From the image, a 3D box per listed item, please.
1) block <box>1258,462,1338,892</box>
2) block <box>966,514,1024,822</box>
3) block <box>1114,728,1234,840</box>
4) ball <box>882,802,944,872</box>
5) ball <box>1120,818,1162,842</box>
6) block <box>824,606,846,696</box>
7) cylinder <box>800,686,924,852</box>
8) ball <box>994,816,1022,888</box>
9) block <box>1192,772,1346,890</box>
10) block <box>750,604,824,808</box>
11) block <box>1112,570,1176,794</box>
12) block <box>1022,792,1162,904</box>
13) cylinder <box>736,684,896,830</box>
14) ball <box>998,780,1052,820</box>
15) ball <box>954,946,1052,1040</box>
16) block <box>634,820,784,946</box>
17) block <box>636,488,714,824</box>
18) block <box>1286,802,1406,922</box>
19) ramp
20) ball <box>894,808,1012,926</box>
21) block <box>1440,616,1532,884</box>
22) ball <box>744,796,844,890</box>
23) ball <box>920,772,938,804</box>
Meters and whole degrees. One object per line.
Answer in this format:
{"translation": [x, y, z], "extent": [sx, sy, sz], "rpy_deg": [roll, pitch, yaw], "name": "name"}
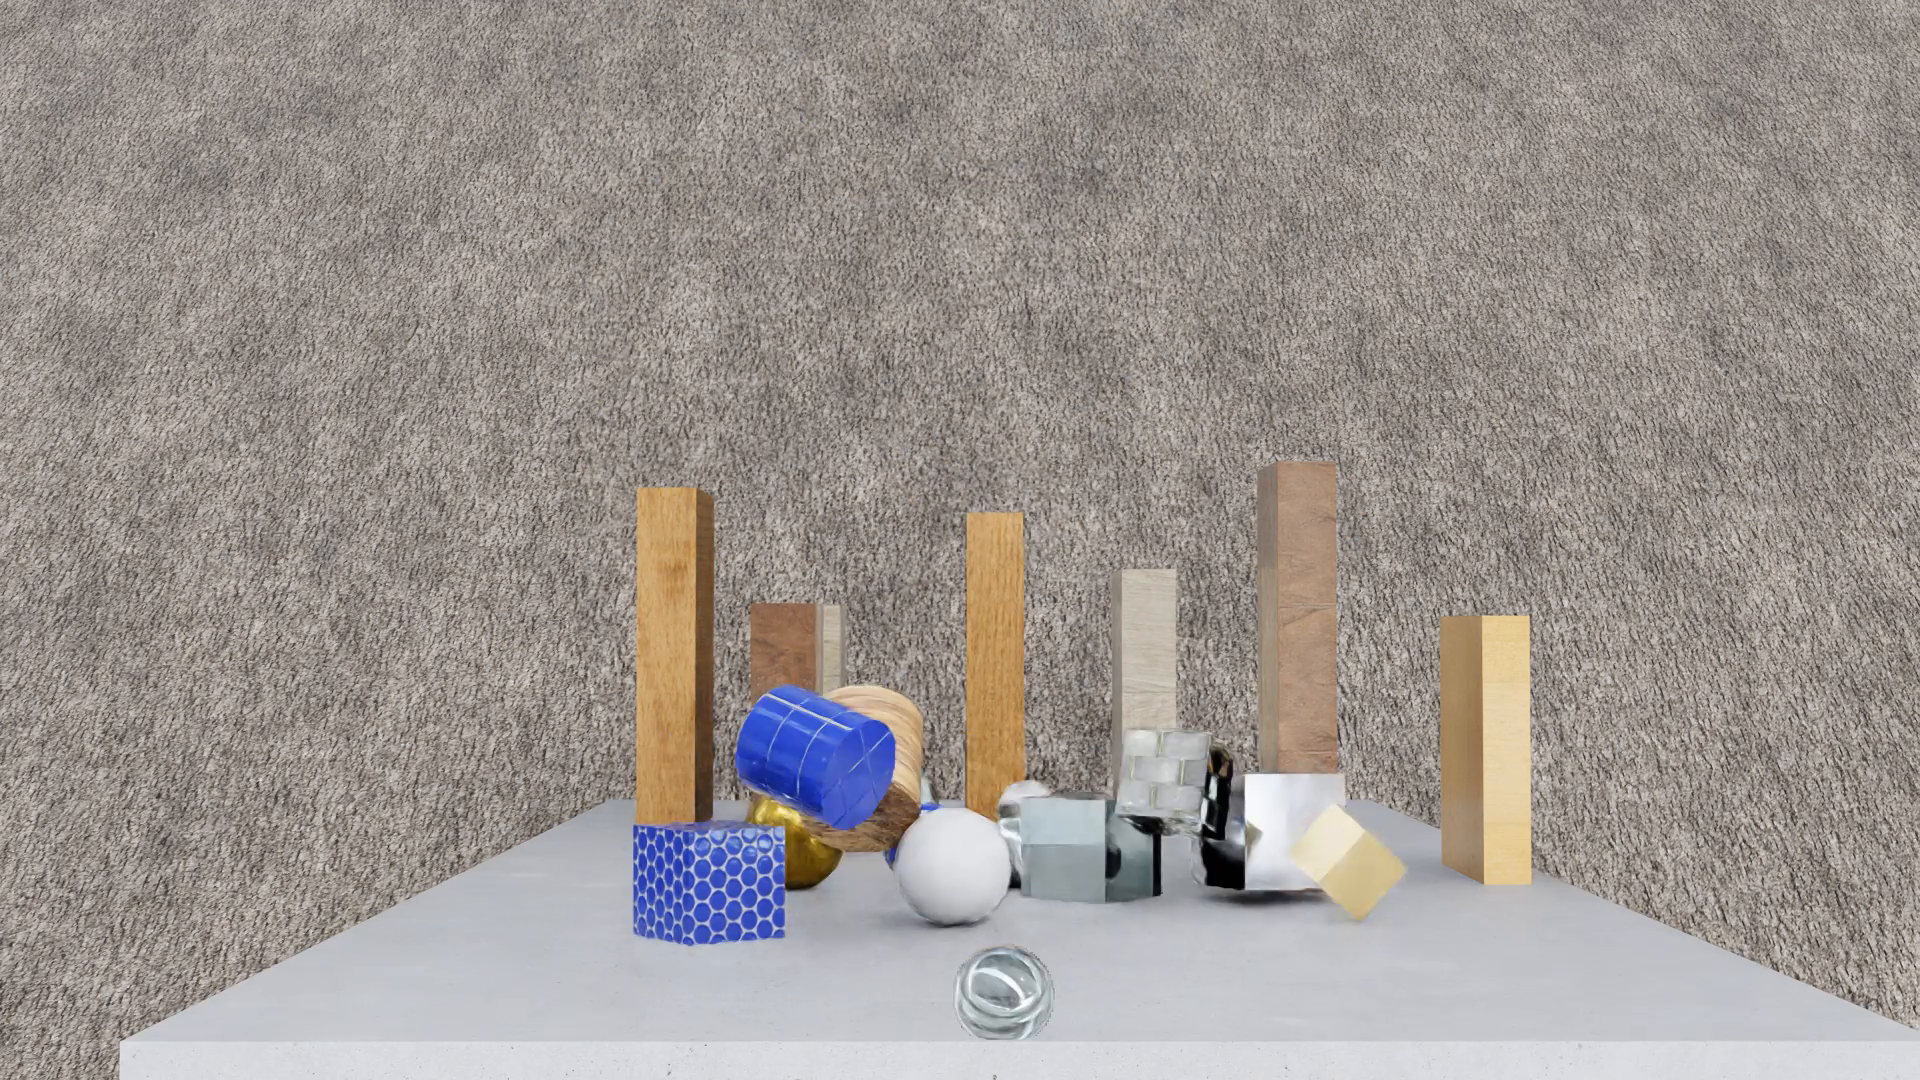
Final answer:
{"translation": [0.597, 0.239, 4.618], "extent": [0.101, 0.741, 0.305], "rpy_deg": [0, -2, 0], "name": "block"}
{"translation": [0.082, 0.302, 6.222], "extent": [0.135, 0.722, 0.279], "rpy_deg": [0, -2, 0], "name": "block"}
{"translation": [0.347, 0.393, 4.182], "extent": [0.142, 0.142, 0.142], "rpy_deg": [2, 72, 23], "name": "block"}
{"translation": [-0.066, 0.536, 4.600], "extent": [0.146, 0.146, 0.146], "rpy_deg": [0, 35, 0], "name": "ball"}
{"translation": [0.399, 0.582, 5.526], "extent": [0.117, 0.117, 0.117], "rpy_deg": [0, 35, 0], "name": "ball"}
{"translation": [-0.305, 0.397, 5.773], "extent": [0.089, 0.502, 0.261], "rpy_deg": [0, -2, 0], "name": "block"}
{"translation": [-0.153, 0.360, 4.078], "extent": [0.186, 0.186, 0.186], "rpy_deg": [1, 45, 1], "name": "cylinder"}
{"translation": [0.098, 0.544, 4.535], "extent": [0.125, 0.125, 0.125], "rpy_deg": [0, 35, 0], "name": "ball"}
{"translation": [0.514, 0.483, 4.338], "extent": [0.187, 0.187, 0.187], "rpy_deg": [2, -4, -22], "name": "block"}
{"translation": [-0.348, 0.380, 5.253], "extent": [0.128, 0.502, 0.307], "rpy_deg": [0, -2, 0], "name": "block"}
{"translation": [0.418, 0.362, 5.927], "extent": [0.119, 0.582, 0.380], "rpy_deg": [0, -2, 0], "name": "block"}
{"translation": [0.222, 0.517, 4.381], "extent": [0.169, 0.169, 0.169], "rpy_deg": [-2, -2, 38], "name": "block"}
{"translation": [-0.215, 0.323, 3.880], "extent": [0.170, 0.170, 0.170], "rpy_deg": [20, 40, 34], "name": "cylinder"}
{"translation": [0.144, 0.576, 5.539], "extent": [0.129, 0.129, 0.129], "rpy_deg": [0, 35, 0], "name": "ball"}
{"translation": [0.048, 0.508, 2.893], "extent": [0.109, 0.109, 0.109], "rpy_deg": [0, 35, 0], "name": "ball"}
{"translation": [-0.370, 0.502, 3.827], "extent": [0.162, 0.162, 0.162], "rpy_deg": [1, -2, -36], "name": "block"}
{"translation": [-0.657, 0.273, 6.024], "extent": [0.132, 0.769, 0.431], "rpy_deg": [0, -2, 0], "name": "block"}
{"translation": [0.599, 0.499, 4.027], "extent": [0.109, 0.109, 0.109], "rpy_deg": [-47, 27, 1], "name": "block"}
{"translation": [0.078, 0.667, 4.848], "extent": [2.000, 0.100, 4.000], "rpy_deg": [0, -2, 0], "name": "ramp"}
{"translation": [-0.011, 0.497, 3.959], "extent": [0.180, 0.180, 0.180], "rpy_deg": [0, 35, 0], "name": "ball"}
{"translation": [0.967, 0.378, 4.798], "extent": [0.083, 0.475, 0.407], "rpy_deg": [0, -2, 0], "name": "block"}
{"translation": [-0.288, 0.516, 4.511], "extent": [0.180, 0.180, 0.180], "rpy_deg": [0, 35, 0], "name": "ball"}
{"translation": [-0.130, 0.549, 5.389], "extent": [0.173, 0.173, 0.173], "rpy_deg": [0, 35, 0], "name": "ball"}
